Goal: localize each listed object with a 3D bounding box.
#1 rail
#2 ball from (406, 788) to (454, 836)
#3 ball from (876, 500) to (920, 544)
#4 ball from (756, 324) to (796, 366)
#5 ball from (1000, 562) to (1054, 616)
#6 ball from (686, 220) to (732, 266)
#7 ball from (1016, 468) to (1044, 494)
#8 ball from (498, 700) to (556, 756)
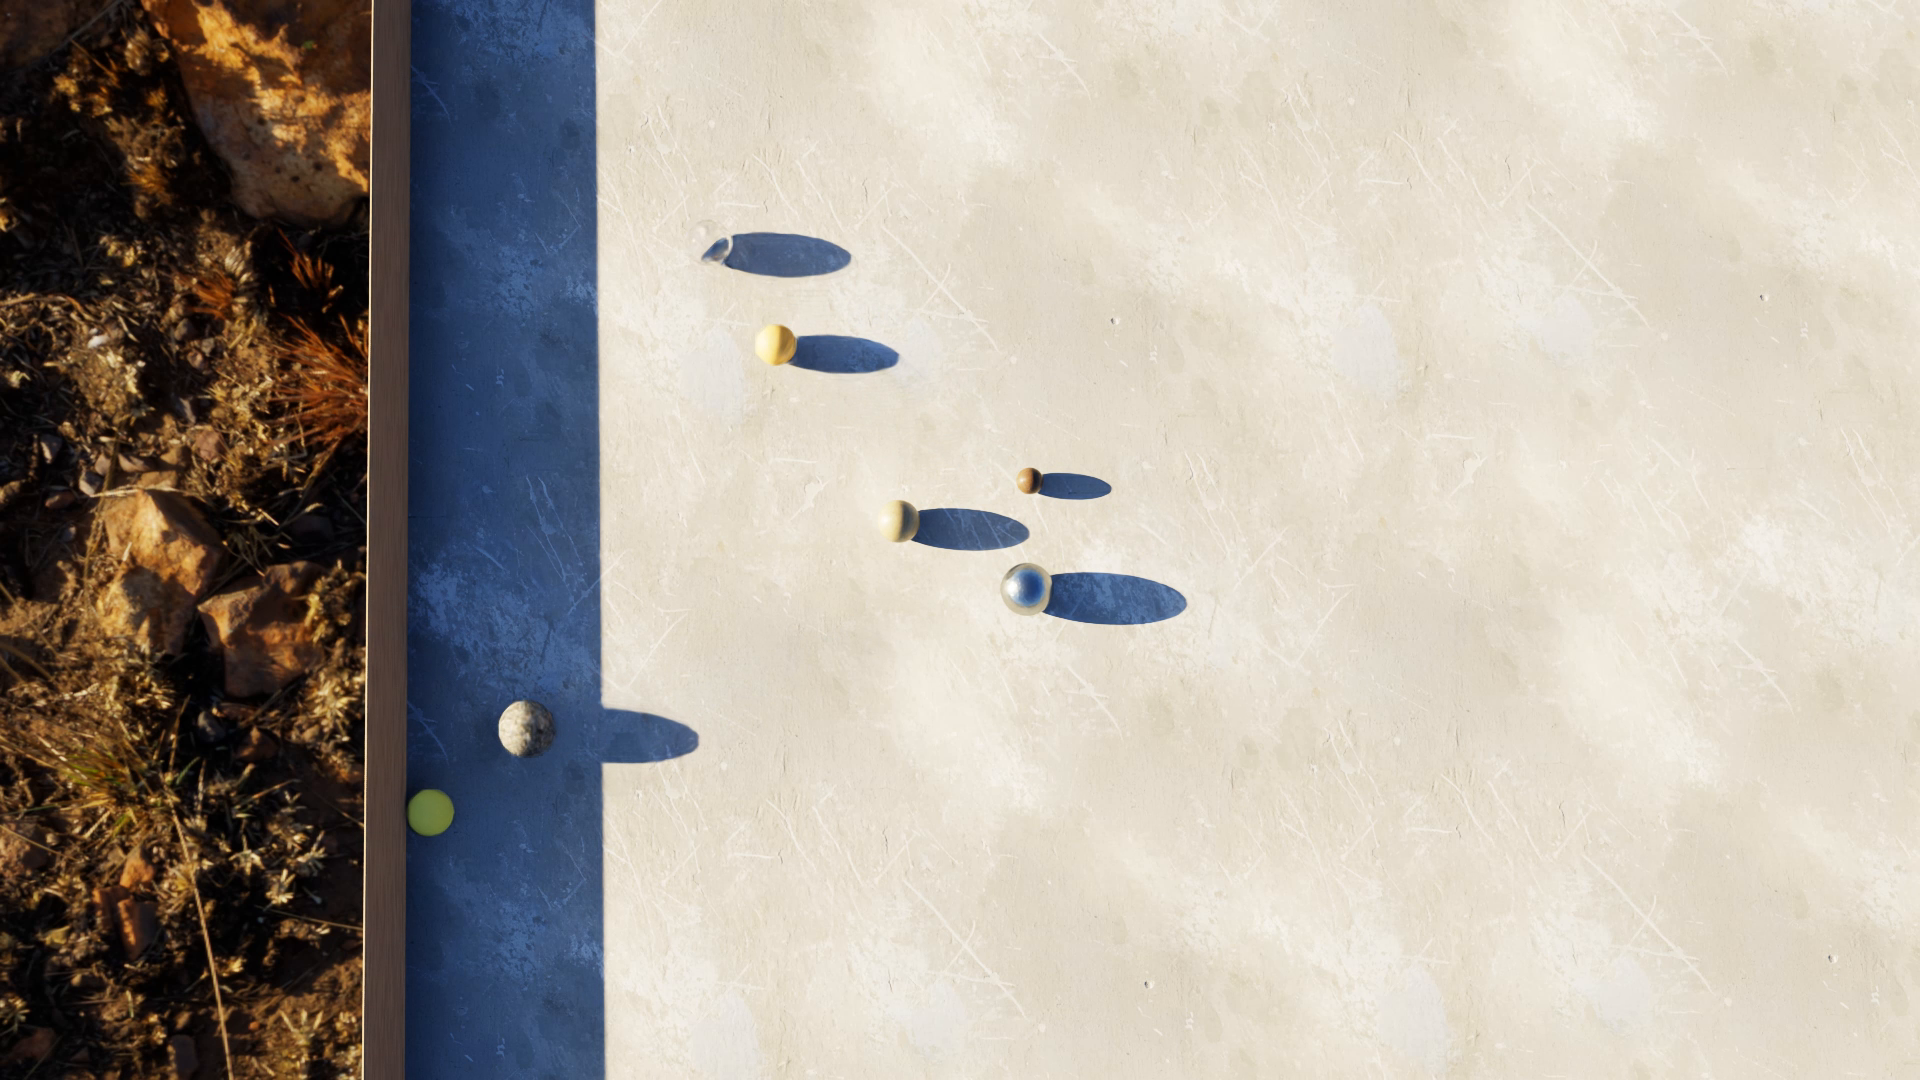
[{"bbox_3d":[-0.841,0.027,3.258,0.045,0.107,1.962,-2,80,0],"label":"rail"},{"bbox_3d":[-0.774,0.398,3.214,0.068,0.068,0.068,0,80,0],"label":"ball"},{"bbox_3d":[-0.092,-0.028,3.290,0.065,0.065,0.065,0,80,0],"label":"ball"},{"bbox_3d":[-0.279,-0.296,3.339,0.062,0.062,0.062,0,80,0],"label":"ball"},{"bbox_3d":[0.100,0.073,3.265,0.080,0.080,0.080,0,80,0],"label":"ball"},{"bbox_3d":[-0.384,-0.454,3.361,0.072,0.072,0.072,0,80,0],"label":"ball"},{"bbox_3d":[0.105,-0.089,3.313,0.042,0.042,0.042,0,80,0],"label":"ball"},{"bbox_3d":[-0.636,0.276,3.228,0.083,0.083,0.083,0,80,0],"label":"ball"}]
